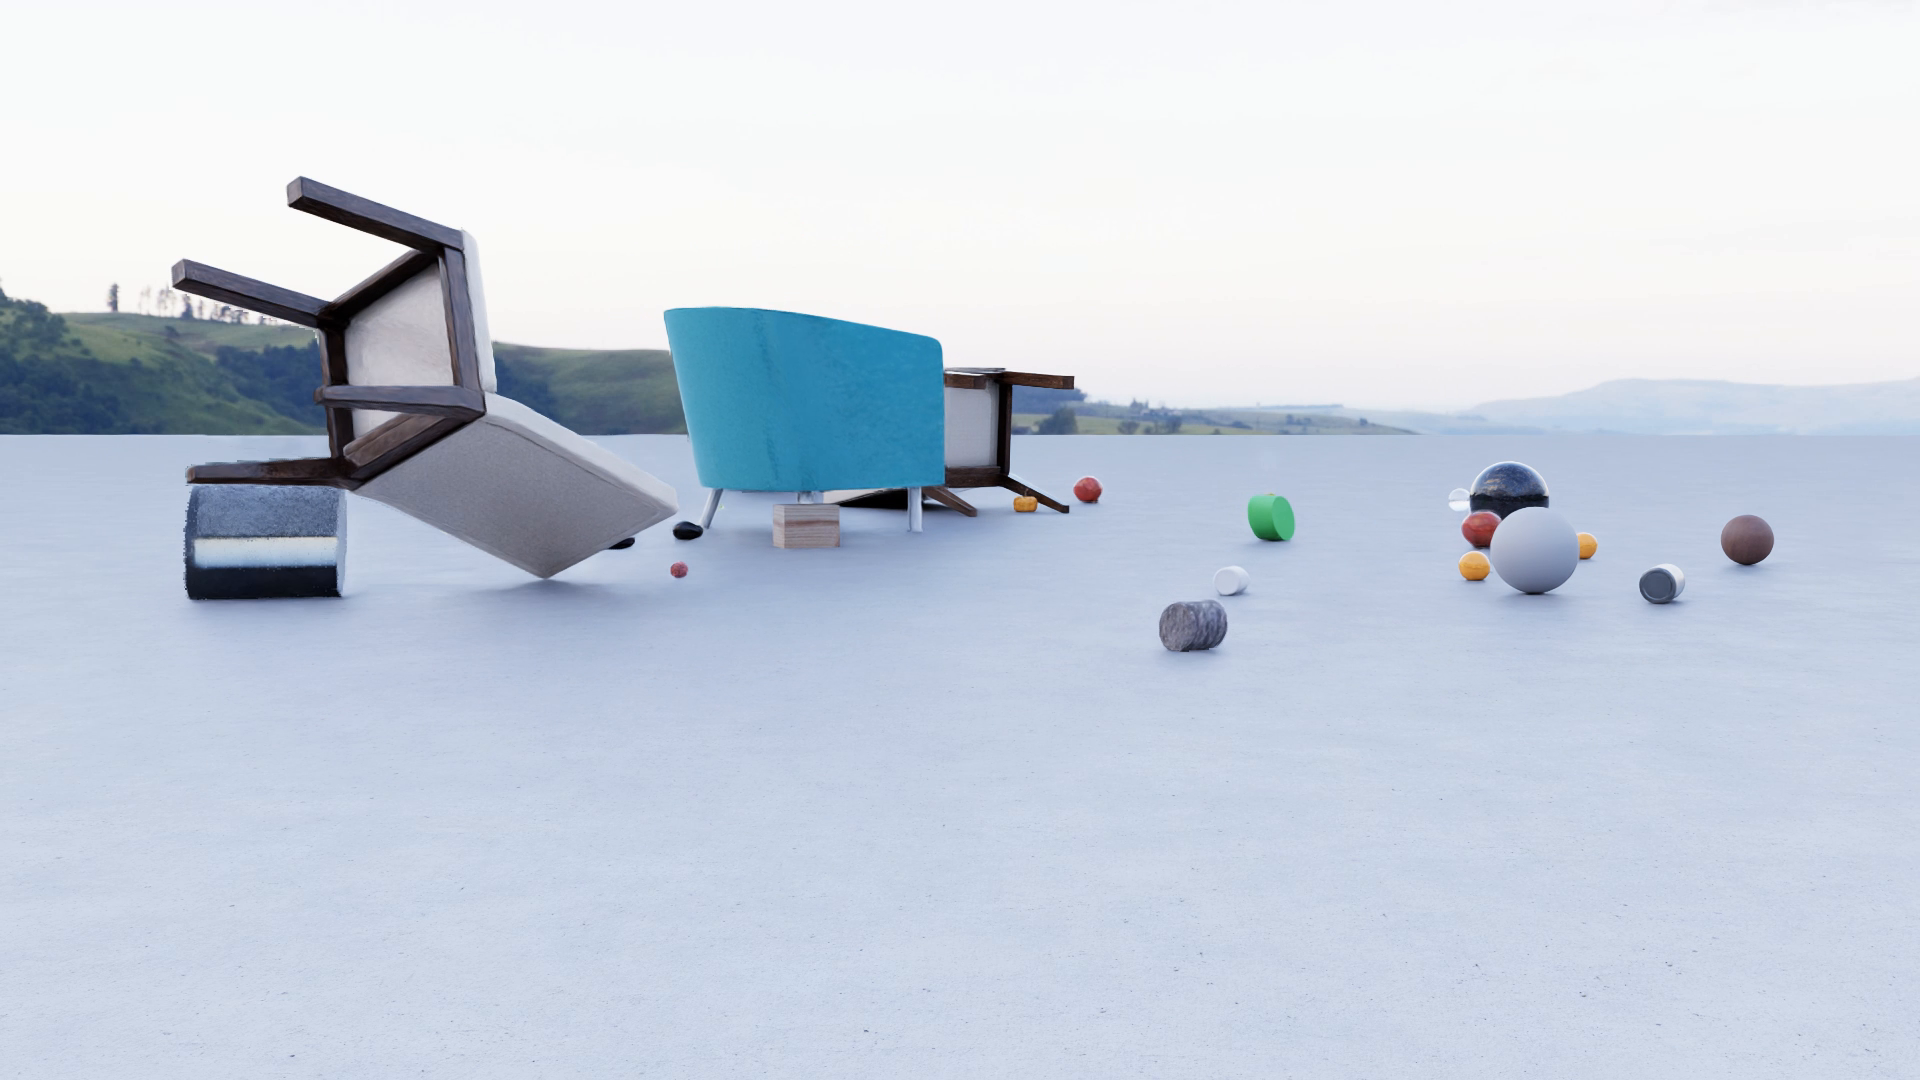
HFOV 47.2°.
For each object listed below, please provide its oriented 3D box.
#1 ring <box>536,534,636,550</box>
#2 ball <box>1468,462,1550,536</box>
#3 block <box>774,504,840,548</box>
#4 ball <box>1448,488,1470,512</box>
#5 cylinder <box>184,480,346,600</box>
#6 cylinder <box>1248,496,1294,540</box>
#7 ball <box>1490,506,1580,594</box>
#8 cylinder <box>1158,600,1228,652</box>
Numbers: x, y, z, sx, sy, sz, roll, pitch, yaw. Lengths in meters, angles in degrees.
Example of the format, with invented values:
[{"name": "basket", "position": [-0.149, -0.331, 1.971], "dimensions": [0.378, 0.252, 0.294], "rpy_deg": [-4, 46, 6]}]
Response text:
[{"name": "ring", "position": [-1.051, 0.006, 6.182], "dimensions": [0.285, 0.040, 0.152], "rpy_deg": [-1, 5, -25]}, {"name": "ball", "position": [1.636, -0.118, 6.551], "dimensions": [0.234, 0.234, 0.234], "rpy_deg": [0, 4, 0]}, {"name": "block", "position": [-0.439, -0.041, 6.275], "dimensions": [0.162, 0.119, 0.116], "rpy_deg": [-1, 4, -21]}, {"name": "ball", "position": [1.827, -0.145, 8.037], "dimensions": [0.085, 0.085, 0.085], "rpy_deg": [0, 4, 0]}, {"name": "cylinder", "position": [-1.500, -0.002, 4.767], "dimensions": [0.308, 0.289, 0.191], "rpy_deg": [-1, -39, -10]}, {"name": "cylinder", "position": [0.924, -0.066, 6.526], "dimensions": [0.084, 0.154, 0.106], "rpy_deg": [3, 48, 39]}, {"name": "ball", "position": [1.263, 0.022, 4.833], "dimensions": [0.191, 0.191, 0.191], "rpy_deg": [0, 4, 0]}, {"name": "cylinder", "position": [0.401, 0.147, 3.784], "dimensions": [0.082, 0.080, 0.090], "rpy_deg": [-3, -36, -38]}]
